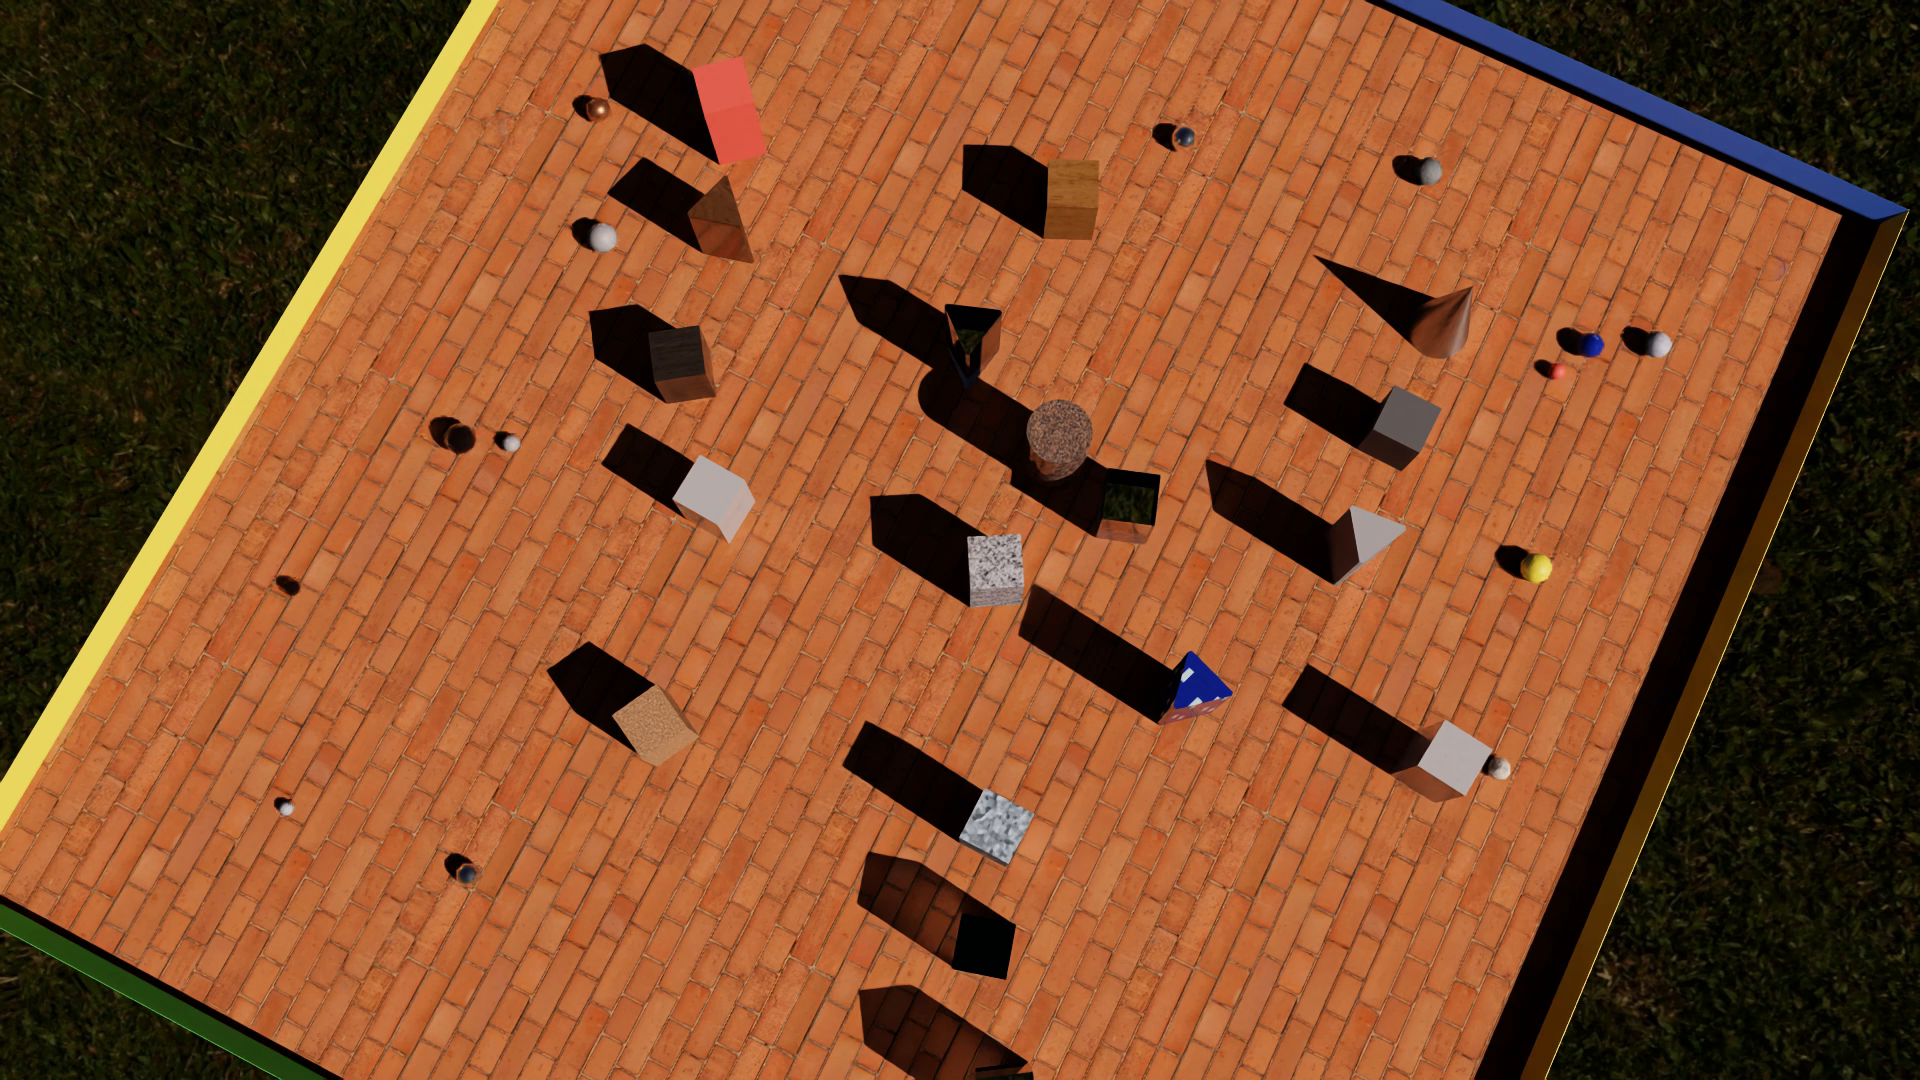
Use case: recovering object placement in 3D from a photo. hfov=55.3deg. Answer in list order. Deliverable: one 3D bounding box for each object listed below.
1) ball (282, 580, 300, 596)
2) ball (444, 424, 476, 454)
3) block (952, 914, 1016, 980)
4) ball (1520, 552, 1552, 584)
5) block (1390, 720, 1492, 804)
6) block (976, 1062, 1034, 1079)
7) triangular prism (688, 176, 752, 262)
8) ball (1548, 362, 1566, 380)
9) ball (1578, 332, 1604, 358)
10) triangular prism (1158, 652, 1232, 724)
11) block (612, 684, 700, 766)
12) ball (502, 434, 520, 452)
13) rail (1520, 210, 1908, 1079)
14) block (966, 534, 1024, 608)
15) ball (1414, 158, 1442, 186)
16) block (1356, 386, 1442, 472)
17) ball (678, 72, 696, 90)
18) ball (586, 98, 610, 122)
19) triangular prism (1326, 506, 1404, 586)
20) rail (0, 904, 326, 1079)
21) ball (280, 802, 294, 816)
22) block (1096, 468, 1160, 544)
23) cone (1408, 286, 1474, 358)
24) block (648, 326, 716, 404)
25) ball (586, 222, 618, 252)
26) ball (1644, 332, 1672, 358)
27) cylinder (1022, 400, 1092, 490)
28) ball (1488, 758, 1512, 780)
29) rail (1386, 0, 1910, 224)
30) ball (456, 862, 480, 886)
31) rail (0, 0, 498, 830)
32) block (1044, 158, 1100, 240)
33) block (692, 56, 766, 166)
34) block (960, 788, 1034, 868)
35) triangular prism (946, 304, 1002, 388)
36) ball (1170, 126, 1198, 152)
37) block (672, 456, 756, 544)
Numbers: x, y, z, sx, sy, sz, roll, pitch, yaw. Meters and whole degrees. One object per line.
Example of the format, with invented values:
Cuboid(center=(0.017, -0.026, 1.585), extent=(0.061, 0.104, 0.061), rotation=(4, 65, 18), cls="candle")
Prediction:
Cuboid(center=(-2.028, 0.146, 5.560), extent=(0.051, 0.051, 0.051), rotation=(0, 78, 0), cls="ball")
Cuboid(center=(-1.536, -0.310, 5.632), extent=(0.096, 0.096, 0.096), rotation=(0, 78, 0), cls="ball")
Cuboid(center=(0.066, 1.157, 5.228), extent=(0.155, 0.292, 0.155), rotation=(11, 79, 2), cls="block")
Cuboid(center=(1.745, 0.084, 5.552), extent=(0.093, 0.093, 0.093), rotation=(0, 78, 0), cls="ball")
Cuboid(center=(1.392, 0.645, 5.313), extent=(0.155, 0.333, 0.155), rotation=(33, 80, 6), cls="block")
Cuboid(center=(0.129, 1.558, 5.113), extent=(0.155, 0.354, 0.155), rotation=(-6, 78, -1), cls="block")
Cuboid(center=(-0.720, -0.996, 5.659), extent=(0.167, 0.320, 0.145), rotation=(12, 79, 2), cls="triangular prism")
Cuboid(center=(1.856, -0.525, 5.698), extent=(0.053, 0.053, 0.053), rotation=(0, 78, 0), cls="ball")
Cuboid(center=(1.962, -0.605, 5.701), extent=(0.080, 0.080, 0.080), rotation=(0, 78, 0), cls="ball")
Cuboid(center=(0.659, 0.422, 5.308), extent=(0.167, 0.434, 0.145), rotation=(-13, 79, -3), cls="triangular prism")
Cuboid(center=(-0.888, 0.545, 5.368), extent=(0.155, 0.266, 0.155), rotation=(-35, 80, -7), cls="block")
Cuboid(center=(-1.385, -0.297, 5.650), extent=(0.055, 0.055, 0.055), rotation=(0, 78, 0), cls="ball")
Cuboid(center=(1.925, 0.949, 5.355), extent=(0.045, 0.126, 4.509), rotation=(26, 80, 5), cls="rail")
Cuboid(center=(0.103, 0.094, 5.438), extent=(0.155, 0.312, 0.155), rotation=(-3, 78, -1), cls="block")
Cuboid(center=(1.485, -1.168, 5.813), extent=(0.089, 0.089, 0.089), rotation=(0, 78, 0), cls="ball")
Cuboid(center=(1.332, -0.337, 5.568), extent=(0.155, 0.232, 0.155), rotation=(28, 80, 5), cls="block")
Cuboid(center=(-0.875, -1.476, 5.893), extent=(0.057, 0.057, 0.057), rotation=(0, 78, 0), cls="ball")
Cuboid(center=(-1.158, -1.376, 5.861), extent=(0.078, 0.078, 0.078), rotation=(0, 78, 0), cls="ball")
Cuboid(center=(1.165, -0.003, 5.425), extent=(0.167, 0.376, 0.145), rotation=(-37, 81, -7), cls="triangular prism")
Cuboid(center=(-0.998, 1.961, 5.146), extent=(4.353, 0.126, 0.045), rotation=(26, 80, 5), cls="rail")
Cuboid(center=(-1.996, 0.796, 5.431), extent=(0.041, 0.041, 0.041), rotation=(0, 78, 0), cls="ball")
Cuboid(center=(0.502, -0.099, 5.497), extent=(0.155, 0.273, 0.155), rotation=(8, 78, 2), cls="block")
Cuboid(center=(1.500, -0.702, 5.555), extent=(0.193, 0.405, 0.193), rotation=(0, 78, 0), cls="cone")
Cuboid(center=(-0.848, -0.534, 5.603), extent=(0.155, 0.243, 0.155), rotation=(-9, 78, -2), cls="block")
Cuboid(center=(-1.126, -0.952, 5.765), extent=(0.094, 0.094, 0.094), rotation=(0, 78, 0), cls="ball")
Cuboid(center=(2.169, -0.607, 5.700), extent=(0.082, 0.082, 0.082), rotation=(0, 78, 0), cls="ball")
Cuboid(center=(0.290, -0.282, 5.501), extent=(0.193, 0.340, 0.193), rotation=(0, 78, 0), cls="cylinder")
Cuboid(center=(1.602, 0.680, 5.441), extent=(0.068, 0.068, 0.068), rotation=(0, 78, 0), cls="ball")
Cuboid(center=(0.998, -1.947, 5.954), extent=(4.353, 0.126, 0.045), rotation=(26, 80, 5), cls="rail")
Cuboid(center=(-1.444, 0.981, 5.378), extent=(0.069, 0.069, 0.069), rotation=(0, 78, 0), cls="ball")
Cuboid(center=(-1.925, -0.936, 5.745), extent=(0.045, 0.126, 4.509), rotation=(26, 80, 5), cls="rail")
Cuboid(center=(0.344, -1.056, 5.697), extent=(0.155, 0.270, 0.155), rotation=(2, 78, 0), cls="block")
Cuboid(center=(-0.713, -1.330, 5.699), extent=(0.155, 0.378, 0.155), rotation=(-15, 79, -3), cls="block")
Cuboid(center=(0.102, 0.829, 5.257), extent=(0.155, 0.368, 0.155), rotation=(27, 80, 5), cls="block")
Cuboid(center=(0.015, -0.614, 5.562), extent=(0.145, 0.355, 0.167), rotation=(36, 81, 7), cls="triangular prism")
Cuboid(center=(0.714, -1.278, 5.838), extent=(0.084, 0.084, 0.084), rotation=(0, 78, 0), cls="ball")
Cuboid(center=(-0.735, -0.119, 5.497), extent=(0.155, 0.282, 0.155), rotation=(29, 80, 6), cls="block")
